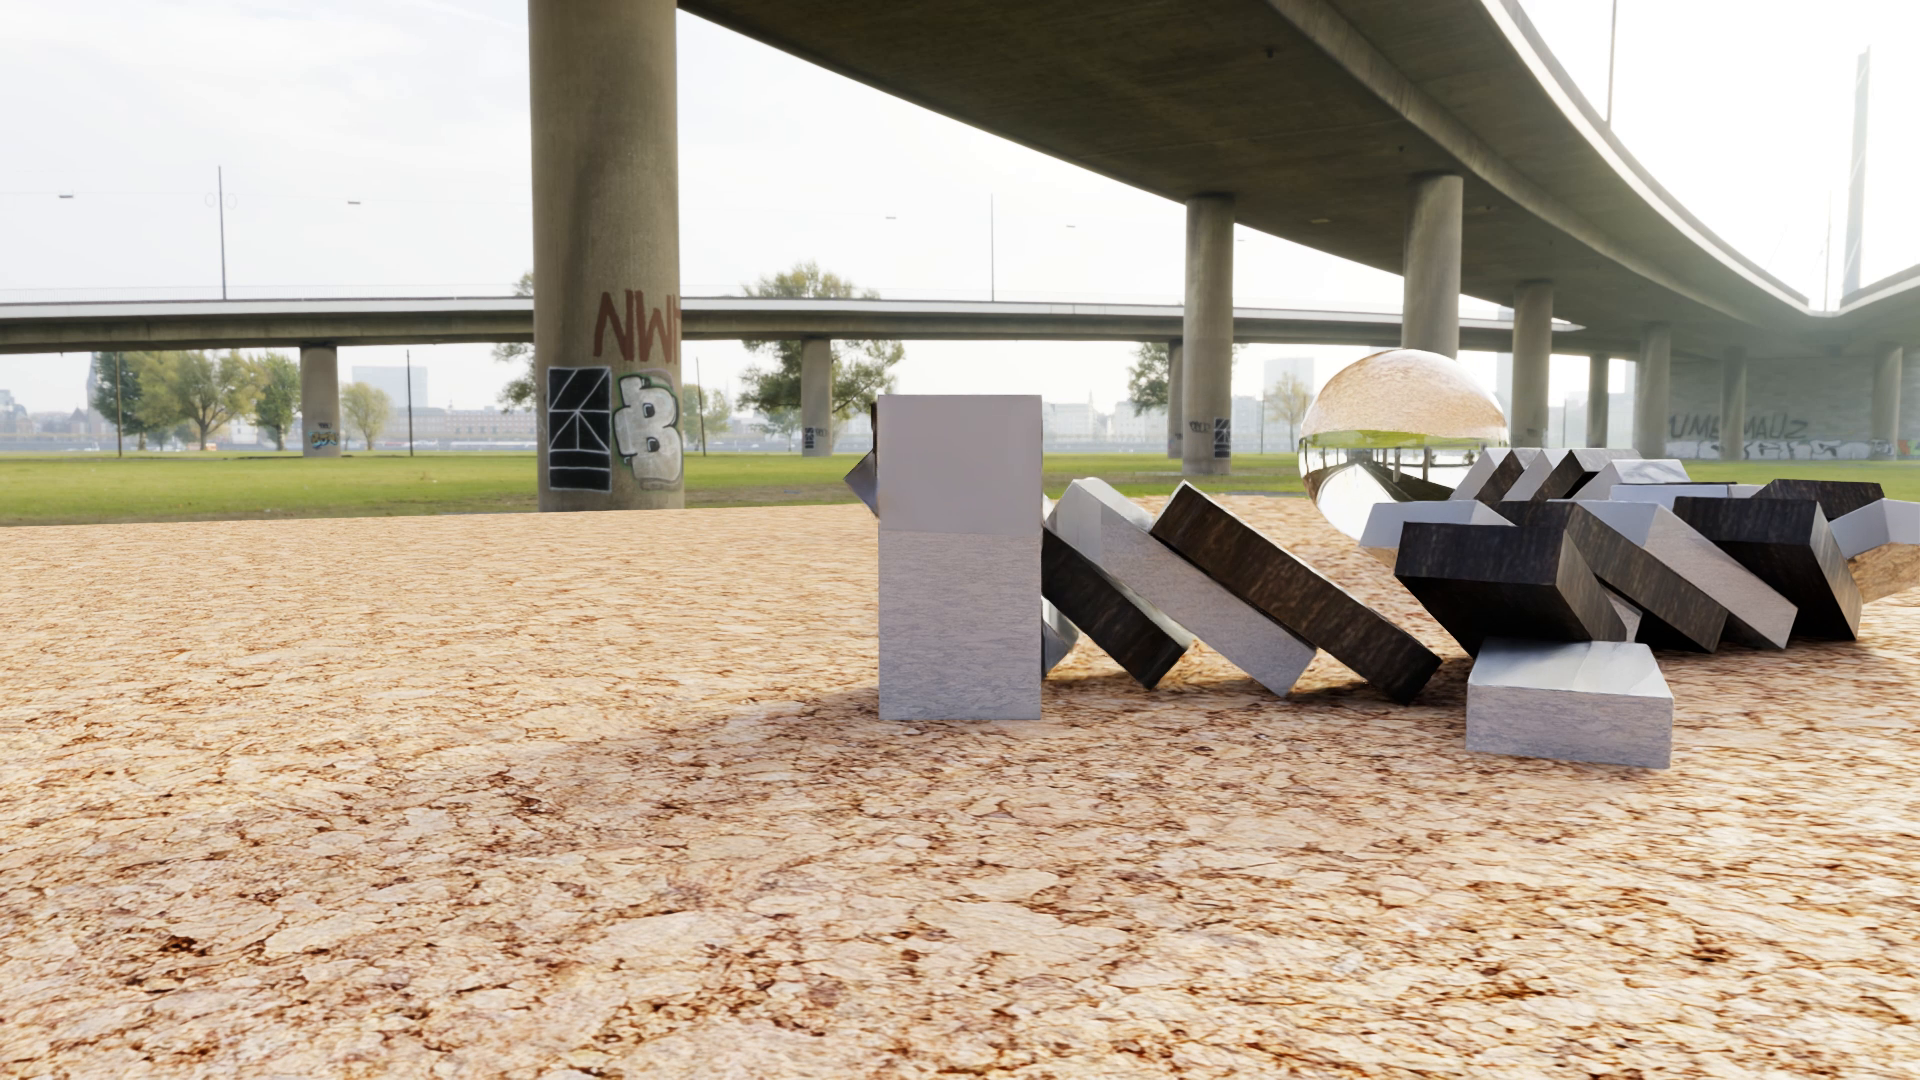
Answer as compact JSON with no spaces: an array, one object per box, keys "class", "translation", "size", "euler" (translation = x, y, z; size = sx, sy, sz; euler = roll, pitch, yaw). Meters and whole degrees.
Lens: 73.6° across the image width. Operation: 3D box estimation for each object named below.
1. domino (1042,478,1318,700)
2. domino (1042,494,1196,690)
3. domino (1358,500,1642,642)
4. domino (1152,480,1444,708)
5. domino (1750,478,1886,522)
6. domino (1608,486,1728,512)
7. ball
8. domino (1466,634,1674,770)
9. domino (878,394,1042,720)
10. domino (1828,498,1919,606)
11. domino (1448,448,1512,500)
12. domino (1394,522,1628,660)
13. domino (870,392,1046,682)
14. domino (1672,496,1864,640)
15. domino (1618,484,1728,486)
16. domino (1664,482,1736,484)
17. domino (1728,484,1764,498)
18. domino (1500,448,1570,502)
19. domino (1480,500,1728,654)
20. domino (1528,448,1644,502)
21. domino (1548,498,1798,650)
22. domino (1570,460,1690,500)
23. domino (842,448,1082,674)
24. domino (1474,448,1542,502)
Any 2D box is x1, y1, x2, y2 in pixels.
[{"class":"domino","translation":[0.040,0.007,0.229],"size":[0.050,0.010,0.025],"euler":[36,13,10]},{"class":"domino","translation":[0.021,0.005,0.236],"size":[0.050,0.010,0.025],"euler":[42,14,9]},{"class":"domino","translation":[0.104,0.008,0.248],"size":[0.050,0.010,0.025],"euler":[28,-12,-24]},{"class":"domino","translation":[0.056,0.008,0.221],"size":[0.050,0.009,0.025],"euler":[35,9,5]},{"class":"domino","translation":[0.193,0.002,0.309],"size":[0.025,0.009,0.050],"euler":[2,-27,-5]},{"class":"domino","translation":[0.182,0.001,0.334],"size":[0.025,0.009,0.050],"euler":[1,-24,23]},{"class":"ball","translation":[0.176,-0.036,0.512],"size":[0.080,0.080,0.080],"euler":[0,4,0]},{"class":"domino","translation":[0.092,0.023,0.195],"size":[0.025,0.009,0.050],"euler":[2,5,25]},{"class":"domino","translation":[0.000,0.002,0.201],"size":[0.025,0.050,0.009],"euler":[0,4,0]},{"class":"domino","translation":[0.198,0.005,0.286],"size":[0.025,0.010,0.050],"euler":[7,-20,-5]},{"class":"domino","translation":[0.192,-0.013,0.467],"size":[0.025,0.009,0.050],"euler":[-1,-38,-15]},{"class":"domino","translation":[0.097,0.011,0.223],"size":[0.025,0.009,0.050],"euler":[4,-19,39]},{"class":"domino","translation":[0.000,0.001,0.218],"size":[0.025,0.050,0.010],"euler":[2,15,21]},{"class":"domino","translation":[0.171,0.006,0.271],"size":[0.025,0.009,0.050],"euler":[4,-22,46]},{"class":"domino","translation":[0.193,0.000,0.352],"size":[0.025,0.009,0.050],"euler":[2,-24,24]},{"class":"domino","translation":[0.211,-0.003,0.394],"size":[0.025,0.010,0.050],"euler":[-1,-23,-15]},{"class":"domino","translation":[0.215,-0.001,0.373],"size":[0.025,0.009,0.050],"euler":[0,-23,-17]},{"class":"domino","translation":[0.199,-0.011,0.441],"size":[0.025,0.009,0.050],"euler":[-1,-38,-15]},{"class":"domino","translation":[0.126,0.007,0.256],"size":[0.050,0.010,0.025],"euler":[28,-10,-24]},{"class":"domino","translation":[0.202,-0.010,0.427],"size":[0.025,0.010,0.050],"euler":[-1,-38,-15]},{"class":"domino","translation":[0.146,0.007,0.265],"size":[0.050,0.010,0.025],"euler":[28,-9,-25]},{"class":"domino","translation":[0.206,-0.007,0.412],"size":[0.025,0.009,0.050],"euler":[-1,-32,-15]},{"class":"domino","translation":[0.001,0.003,0.239],"size":[0.009,0.050,0.025],"euler":[-44,-4,10]},{"class":"domino","translation":[0.195,-0.012,0.454],"size":[0.025,0.009,0.050],"euler":[-1,-38,-15]}]
